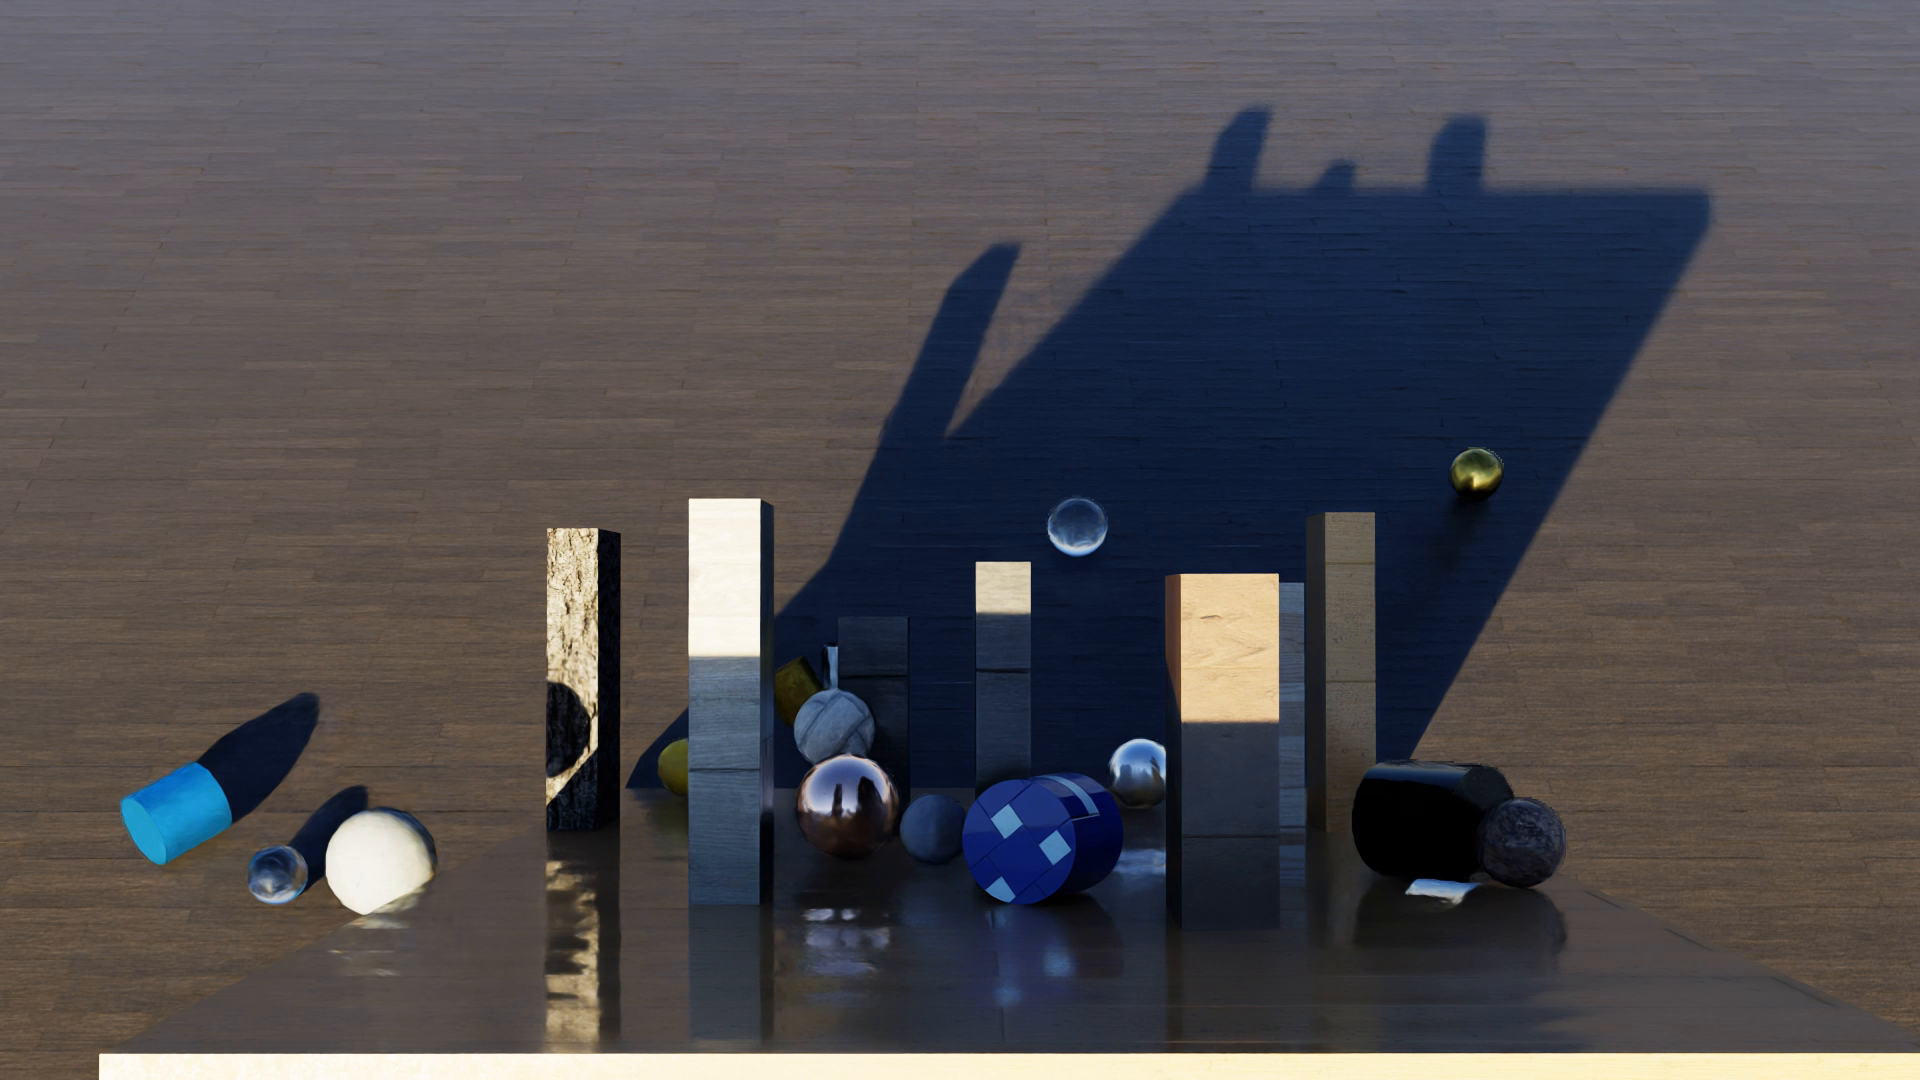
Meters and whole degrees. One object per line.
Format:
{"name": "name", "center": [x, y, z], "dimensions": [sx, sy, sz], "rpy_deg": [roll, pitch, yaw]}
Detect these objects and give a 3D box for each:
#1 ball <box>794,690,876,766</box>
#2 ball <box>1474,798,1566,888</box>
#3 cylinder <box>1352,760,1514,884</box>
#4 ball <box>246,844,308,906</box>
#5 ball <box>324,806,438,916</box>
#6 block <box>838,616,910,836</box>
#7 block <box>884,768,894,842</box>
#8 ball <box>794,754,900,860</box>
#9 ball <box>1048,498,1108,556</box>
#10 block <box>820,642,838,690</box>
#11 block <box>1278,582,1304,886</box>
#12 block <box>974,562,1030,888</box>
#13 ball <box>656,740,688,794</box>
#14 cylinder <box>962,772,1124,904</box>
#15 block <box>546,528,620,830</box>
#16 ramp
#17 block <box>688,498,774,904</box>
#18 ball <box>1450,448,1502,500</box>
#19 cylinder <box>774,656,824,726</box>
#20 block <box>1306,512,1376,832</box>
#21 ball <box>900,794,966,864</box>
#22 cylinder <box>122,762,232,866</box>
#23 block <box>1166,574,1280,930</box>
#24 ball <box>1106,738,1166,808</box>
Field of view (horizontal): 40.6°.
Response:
{"name": "ball", "center": [-0.257, 0.389, 5.313], "dimensions": [0.167, 0.167, 0.167], "rpy_deg": [0, 34, 0]}
{"name": "ball", "center": [0.953, 0.516, 4.423], "dimensions": [0.152, 0.152, 0.152], "rpy_deg": [0, 34, 0]}
{"name": "cylinder", "center": [0.833, 0.493, 4.554], "dimensions": [0.204, 0.204, 0.204], "rpy_deg": [-32, 20, -38]}
{"name": "ball", "center": [-1.714, 0.840, 6.514], "dimensions": [0.151, 0.151, 0.151], "rpy_deg": [0, 34, 0]}
{"name": "ball", "center": [-1.071, 0.596, 4.804], "dimensions": [0.203, 0.203, 0.203], "rpy_deg": [0, 34, 0]}
{"name": "block", "center": [-0.181, 0.392, 5.565], "dimensions": [0.143, 0.454, 0.336], "rpy_deg": [0, -1, 0]}
{"name": "block", "center": [-0.208, 0.543, 5.323], "dimensions": [0.141, 0.141, 0.141], "rpy_deg": [0, -1, 0]}
{"name": "ball", "center": [-0.213, 0.504, 4.915], "dimensions": [0.199, 0.199, 0.199], "rpy_deg": [0, 34, 0]}
{"name": "ball", "center": [0.353, -0.039, 7.800], "dimensions": [0.178, 0.178, 0.178], "rpy_deg": [0, 34, 0]}
{"name": "block", "center": [-0.275, 0.370, 7.123], "dimensions": [0.182, 0.182, 0.182], "rpy_deg": [-7, 1, -10]}
{"name": "block", "center": [0.522, 0.336, 4.569], "dimensions": [0.134, 0.519, 0.257], "rpy_deg": [0, -1, 0]}
{"name": "block", "center": [0.074, 0.319, 4.617], "dimensions": [0.092, 0.554, 0.427], "rpy_deg": [0, -1, 0]}
{"name": "ball", "center": [-0.697, 0.574, 6.571], "dimensions": [0.140, 0.140, 0.140], "rpy_deg": [0, 34, 0]}
{"name": "cylinder", "center": [0.138, 0.488, 4.266], "dimensions": [0.201, 0.201, 0.201], "rpy_deg": [18, 7, 25]}
{"name": "block", "center": [-0.826, 0.302, 5.711], "dimensions": [0.108, 0.643, 0.372], "rpy_deg": [0, -1, 0]}
{"name": "ramp", "center": [0.075, 0.651, 4.787], "dimensions": [2.000, 0.100, 4.000], "rpy_deg": [0, -1, 0]}
{"name": "block", "center": [-0.379, 0.264, 4.330], "dimensions": [0.114, 0.652, 0.314], "rpy_deg": [0, -1, 0]}
{"name": "ball", "center": [1.602, -0.203, 8.058], "dimensions": [0.163, 0.163, 0.163], "rpy_deg": [0, 34, 0]}
{"name": "cylinder", "center": [-0.344, 0.316, 5.430], "dimensions": [0.109, 0.109, 0.109], "rpy_deg": [-31, 4, 2]}
{"name": "block", "center": [0.826, 0.283, 5.642], "dimensions": [0.105, 0.676, 0.301], "rpy_deg": [0, -1, 0]}
{"name": "ball", "center": [-0.047, 0.537, 4.818], "dimensions": [0.129, 0.129, 0.129], "rpy_deg": [0, 34, 0]}
{"name": "cylinder", "center": [-2.014, 0.704, 6.677], "dimensions": [0.195, 0.195, 0.195], "rpy_deg": [27, 42, 34]}
{"name": "block", "center": [0.401, 0.318, 4.003], "dimensions": [0.145, 0.528, 0.293], "rpy_deg": [0, -1, 0]}
{"name": "ball", "center": [0.428, 0.550, 6.115], "dimensions": [0.165, 0.165, 0.165], "rpy_deg": [0, 34, 0]}
